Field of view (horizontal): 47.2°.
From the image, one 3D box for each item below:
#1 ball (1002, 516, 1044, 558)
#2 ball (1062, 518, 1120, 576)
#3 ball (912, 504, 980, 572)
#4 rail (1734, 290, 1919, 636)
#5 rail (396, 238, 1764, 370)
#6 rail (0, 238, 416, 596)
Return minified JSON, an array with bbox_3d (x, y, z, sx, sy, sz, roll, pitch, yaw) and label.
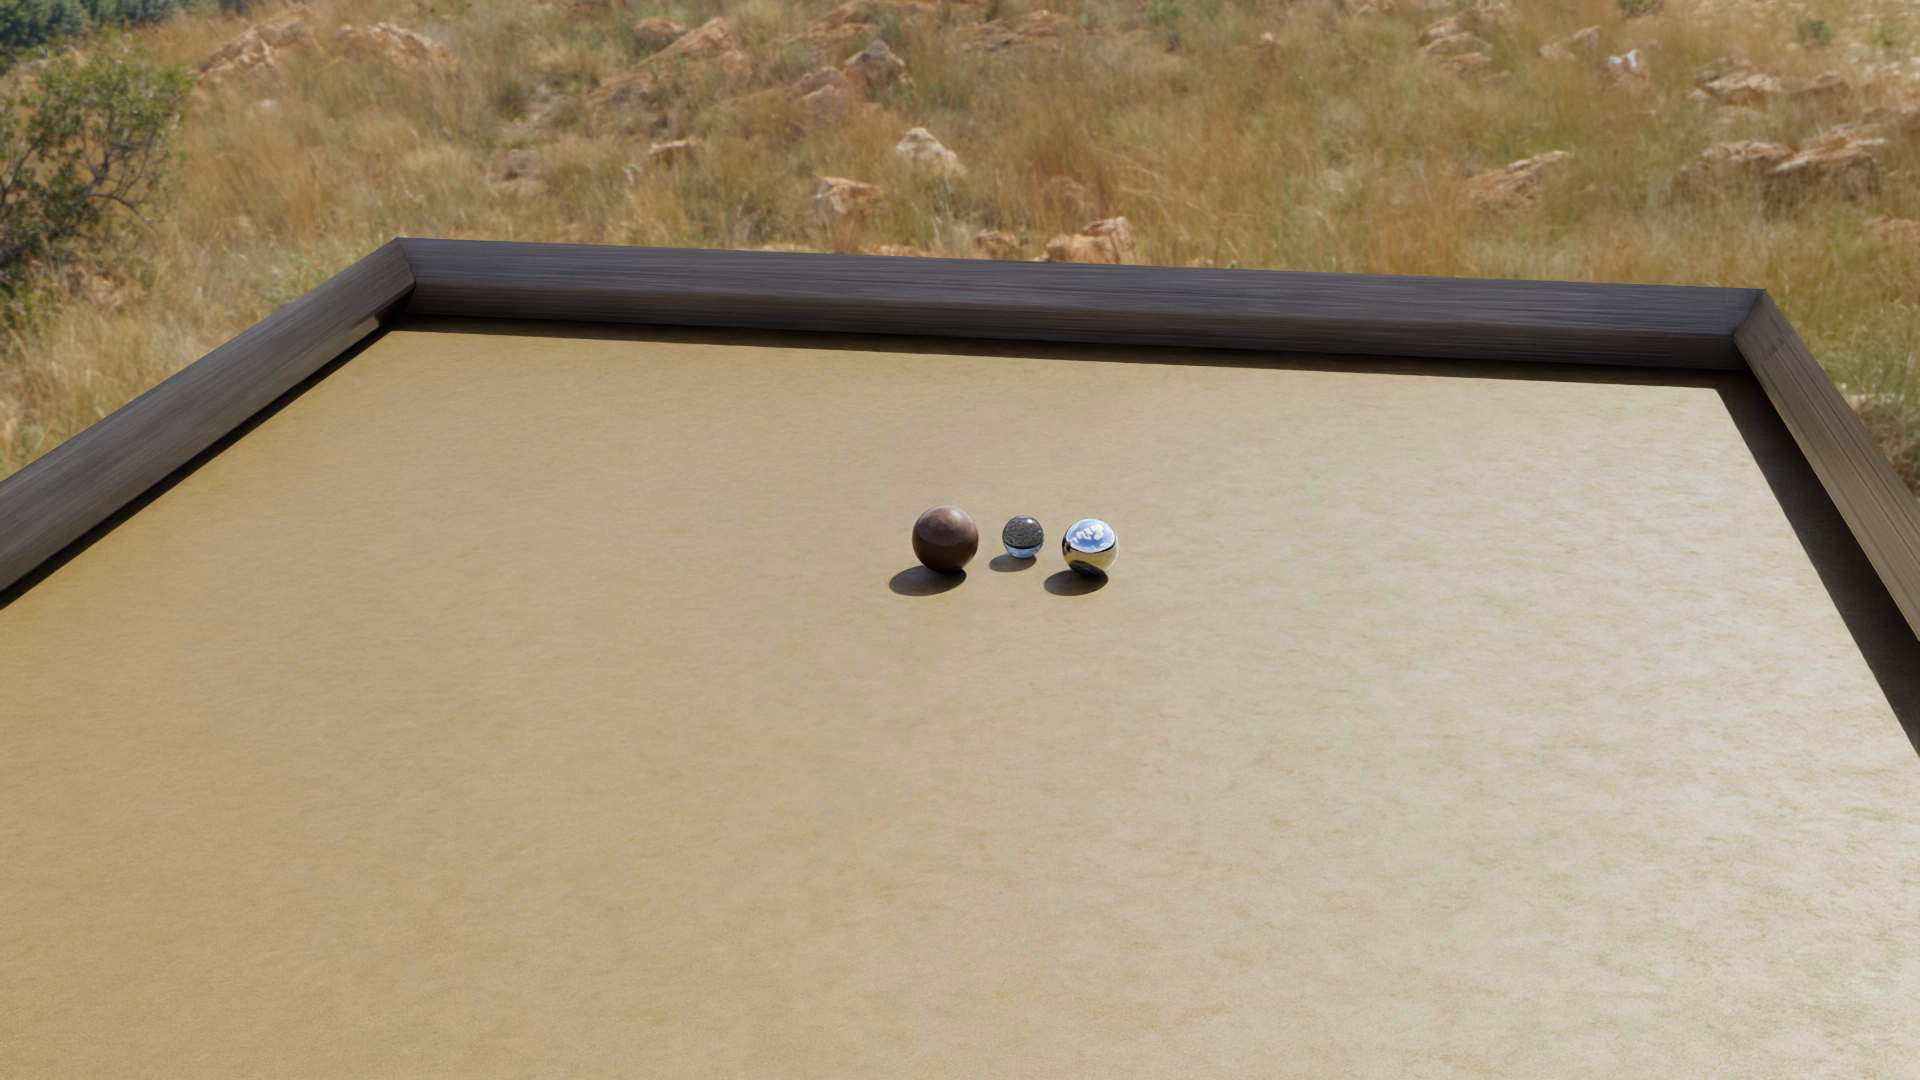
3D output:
[{"bbox_3d":[0.073,-0.004,2.531,0.049,0.049,0.049,0,22,0],"label":"ball"},{"bbox_3d":[0.147,0.008,2.480,0.066,0.066,0.066,0,22,0],"label":"ball"},{"bbox_3d":[-0.016,-0.001,2.487,0.077,0.077,0.077,0,22,0],"label":"ball"},{"bbox_3d":[0.864,0.364,1.505,0.045,0.121,3.677,3,22,8],"label":"rail"},{"bbox_3d":[0.134,-0.354,3.314,2.073,0.121,0.045,3,22,8],"label":"rail"},{"bbox_3d":[-1.139,0.252,1.787,0.045,0.121,3.677,3,22,8],"label":"rail"}]
